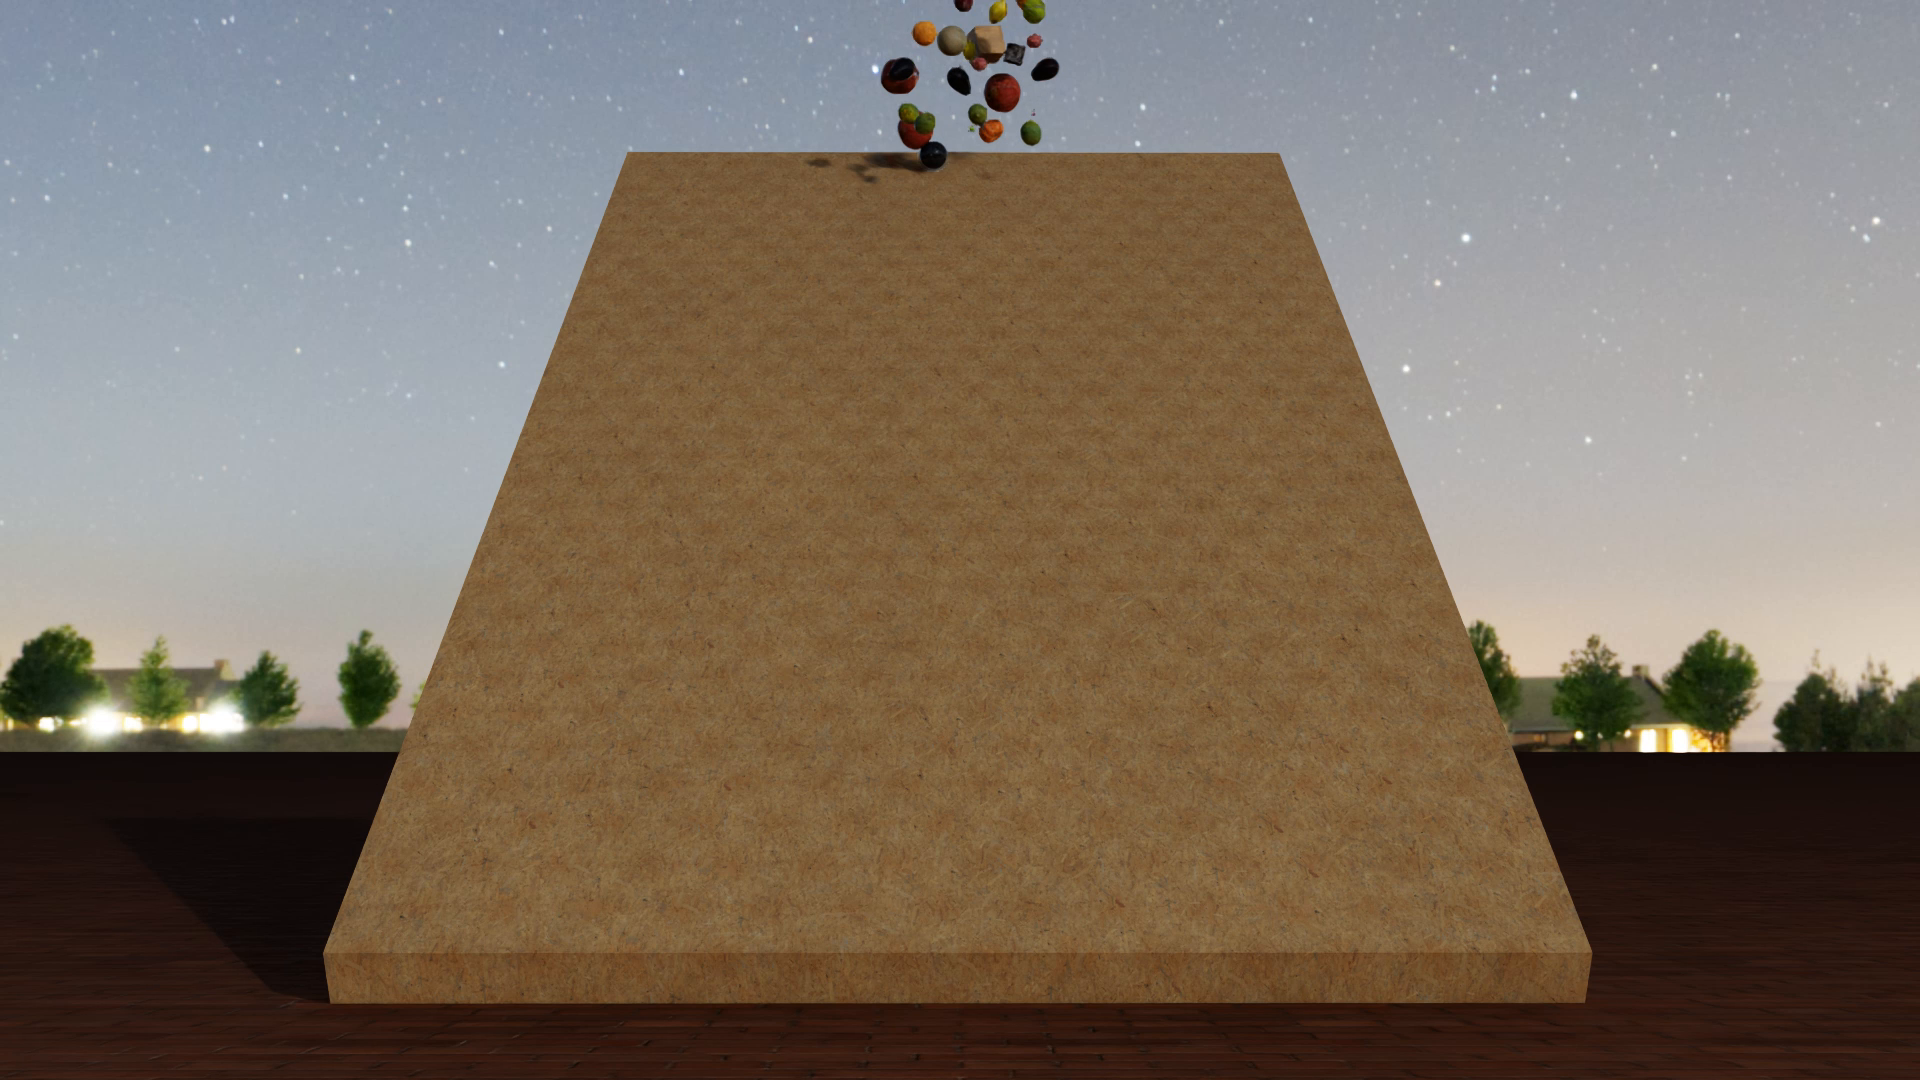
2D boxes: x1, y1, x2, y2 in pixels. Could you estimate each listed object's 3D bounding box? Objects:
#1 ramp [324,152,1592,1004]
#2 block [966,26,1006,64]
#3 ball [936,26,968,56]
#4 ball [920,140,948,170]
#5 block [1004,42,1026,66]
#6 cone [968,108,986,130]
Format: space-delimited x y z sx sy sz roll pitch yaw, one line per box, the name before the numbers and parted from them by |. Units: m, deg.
ramp | -0.011 -0.225 5.543 2.000 0.100 4.000 0 27 0
block | 0.078 -1.514 7.266 0.087 0.087 0.087 -8 -7 -21
ball | -0.024 -1.447 6.893 0.088 0.088 0.088 0 -5 0
ball | -0.080 -1.150 7.104 0.084 0.084 0.084 0 -5 0
block | 0.162 -1.440 7.045 0.052 0.052 0.052 13 4 -5
cone | 0.061 -1.273 7.213 0.059 0.059 0.059 -18 -5 -2
